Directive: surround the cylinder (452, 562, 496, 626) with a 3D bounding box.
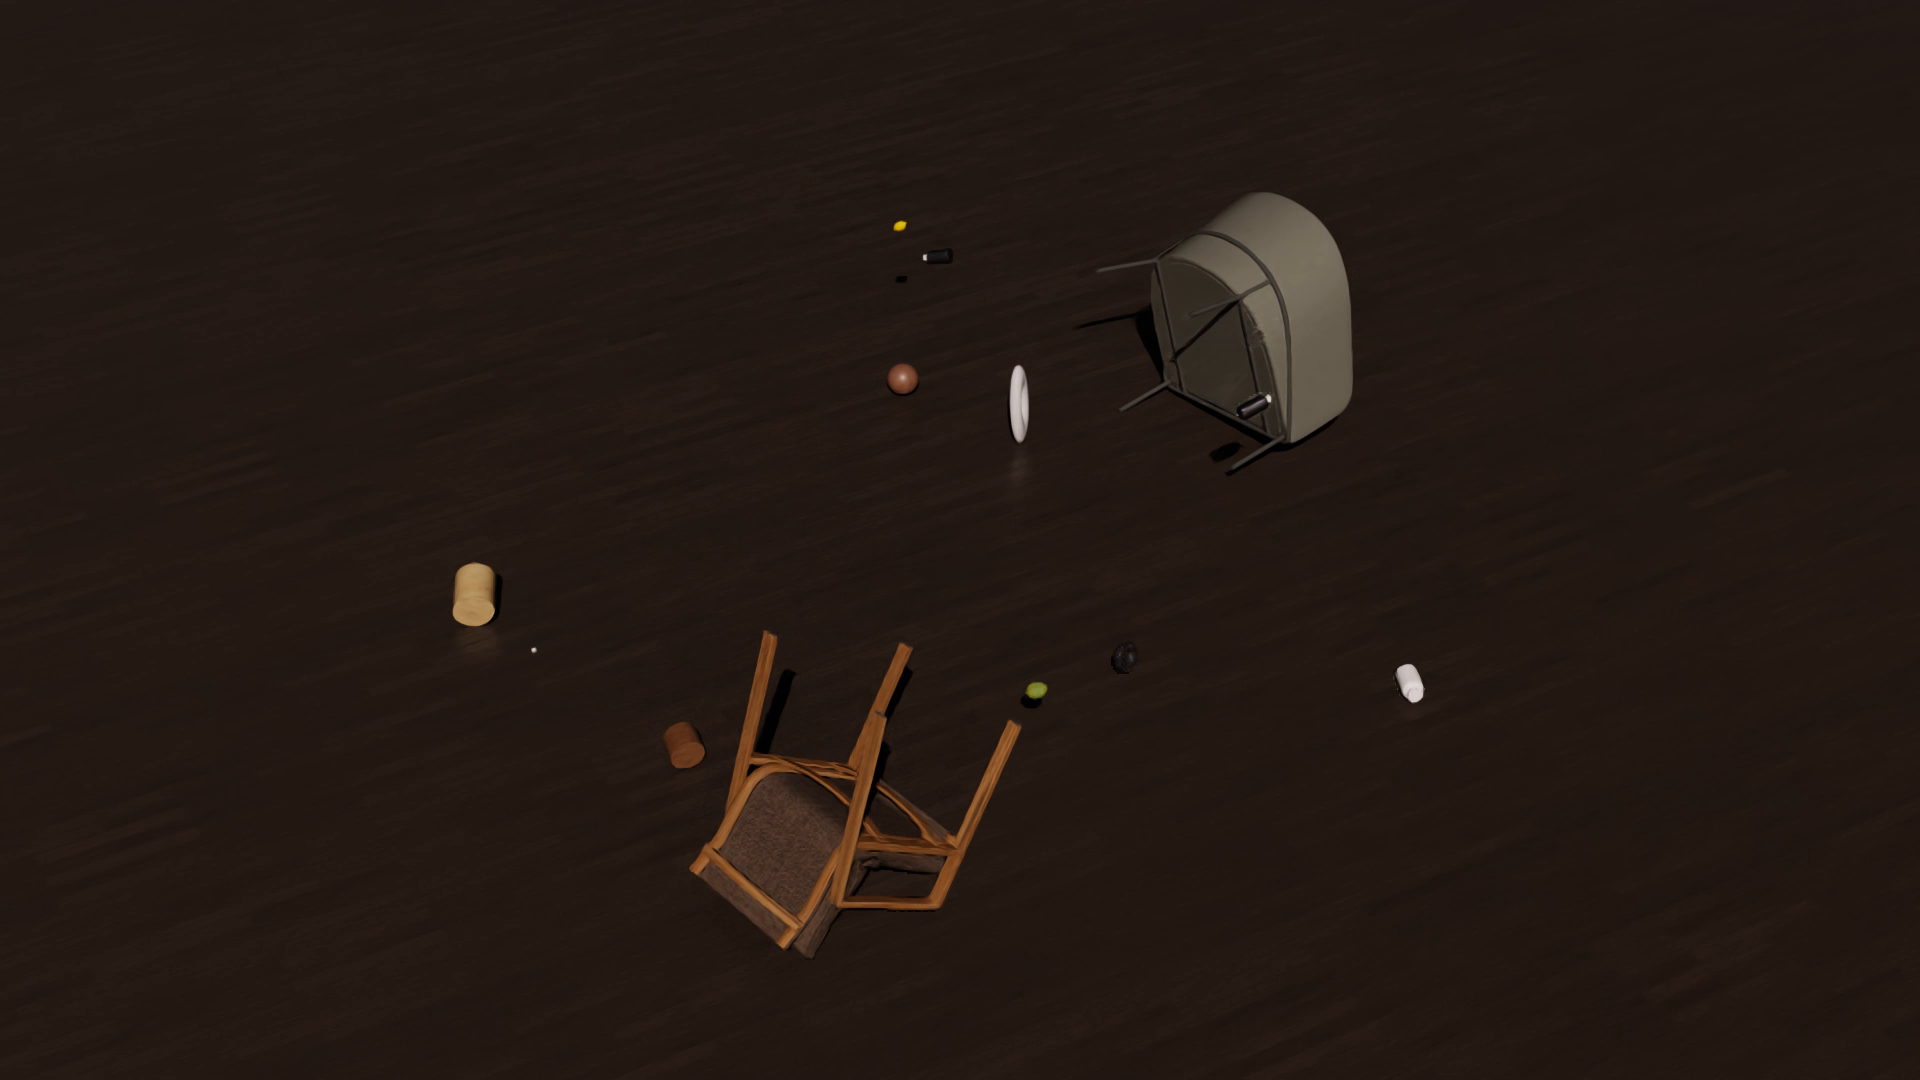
[{"bbox_3d":[-1.737,0.195,10.487,0.147,0.153,0.170,33,32,-32],"label":"cylinder"}]

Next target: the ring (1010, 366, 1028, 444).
[{"bbox_3d":[0.232,-0.531,11.502,0.047,0.309,0.133,1,6,20],"label":"ring"}]

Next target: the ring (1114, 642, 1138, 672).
[{"bbox_3d":[0.578,0.407,10.231,0.038,0.110,0.113,15,62,43],"label":"ring"}]

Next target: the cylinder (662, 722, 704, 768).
[{"bbox_3d":[-0.924,0.687,9.802,0.119,0.108,0.113,-29,38,-2],"label":"cylinder"}]
